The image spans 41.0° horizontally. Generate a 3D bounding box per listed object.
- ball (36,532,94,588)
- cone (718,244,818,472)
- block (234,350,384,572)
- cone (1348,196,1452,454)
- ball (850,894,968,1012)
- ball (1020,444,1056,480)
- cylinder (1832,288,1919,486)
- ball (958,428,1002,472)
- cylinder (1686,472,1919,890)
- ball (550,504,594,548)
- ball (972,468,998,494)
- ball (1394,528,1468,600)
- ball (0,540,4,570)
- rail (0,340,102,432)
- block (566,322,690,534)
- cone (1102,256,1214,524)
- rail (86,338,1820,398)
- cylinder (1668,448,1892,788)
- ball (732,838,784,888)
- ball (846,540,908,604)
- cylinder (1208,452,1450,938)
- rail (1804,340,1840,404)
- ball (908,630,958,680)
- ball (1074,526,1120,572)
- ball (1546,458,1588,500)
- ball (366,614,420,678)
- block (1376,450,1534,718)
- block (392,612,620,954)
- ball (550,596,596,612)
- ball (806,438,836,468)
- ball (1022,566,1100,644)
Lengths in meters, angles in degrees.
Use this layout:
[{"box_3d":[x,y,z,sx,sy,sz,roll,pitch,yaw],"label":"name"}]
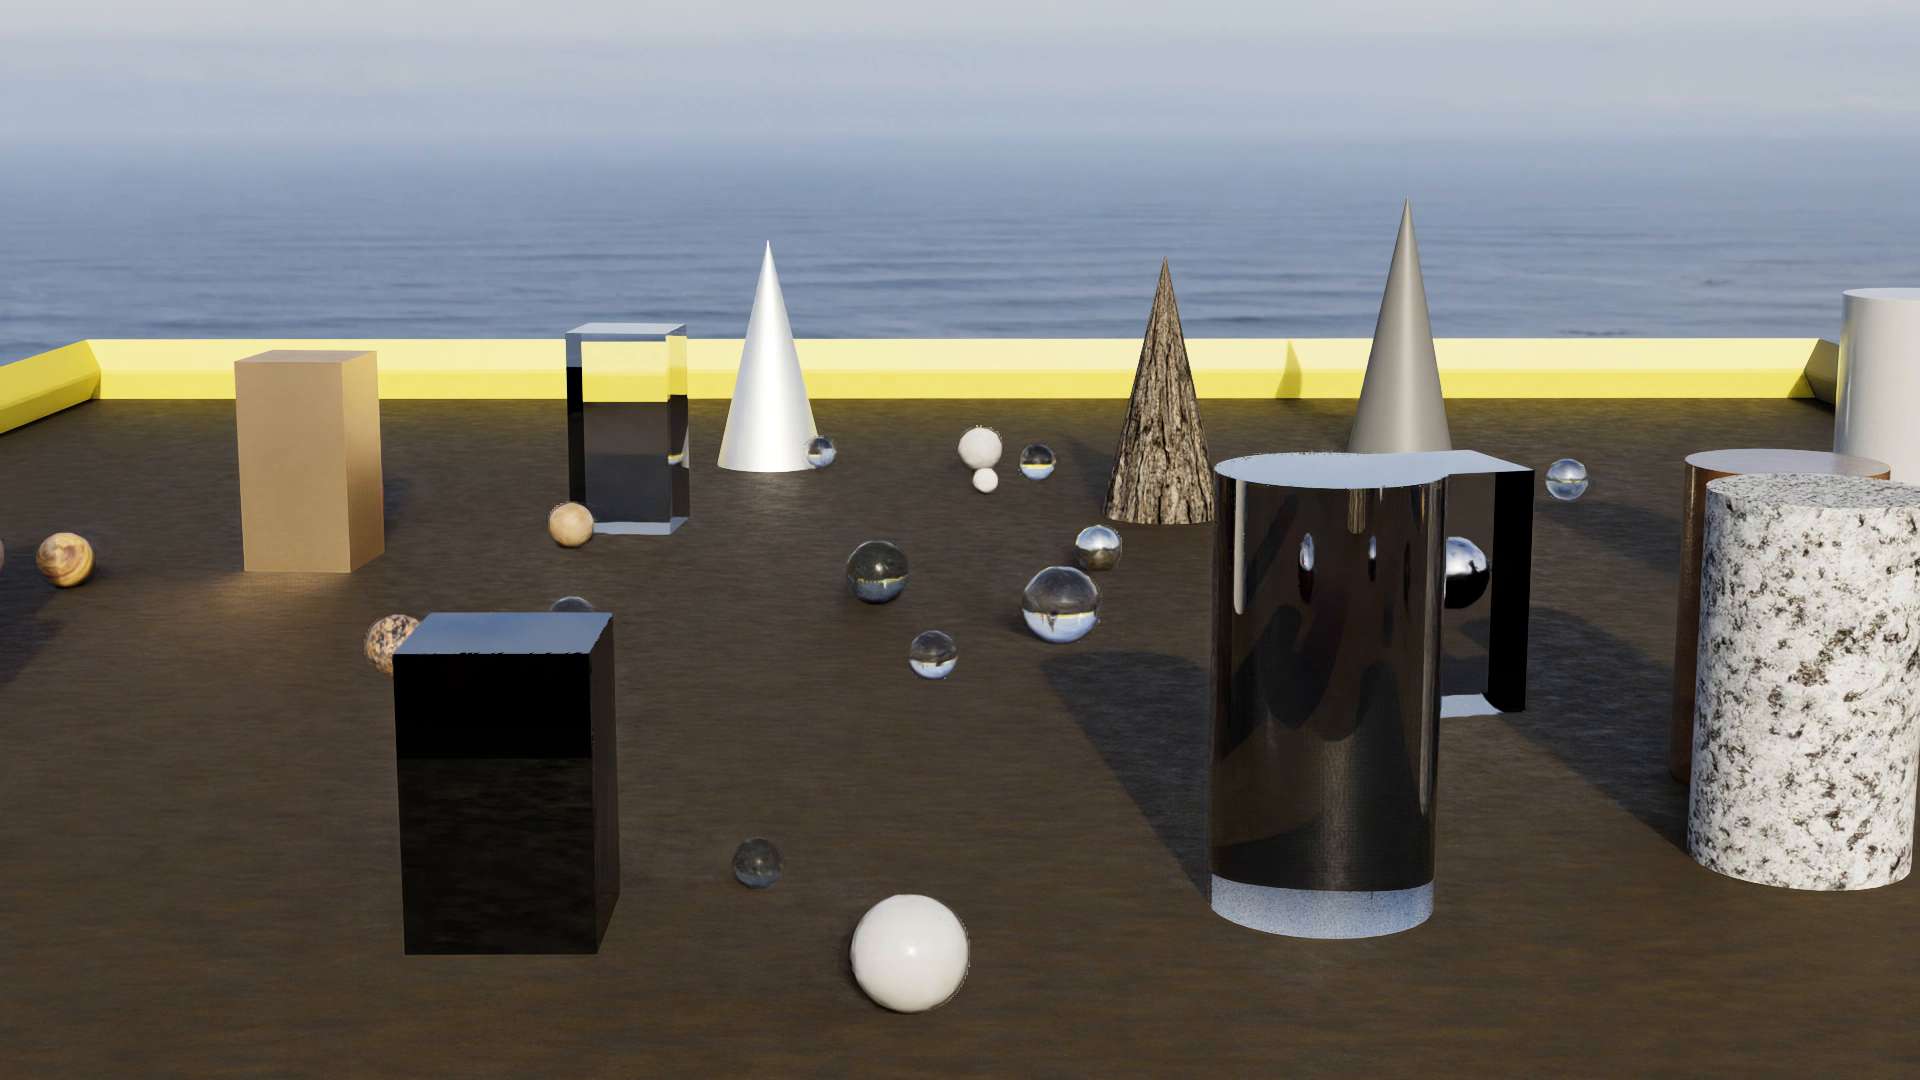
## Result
[{"box_3d":[-1.264,0.028,3.624,0.078,0.078,0.078,0,10,0],"label":"ball"},{"box_3d":[-0.350,-0.345,4.721,0.199,0.414,0.199,0,10,0],"label":"cone"},{"box_3d":[-0.958,-0.119,3.788,0.159,0.307,0.159,1,11,5],"label":"block"},{"box_3d":[0.838,-0.408,4.846,0.199,0.492,0.199,0,10,0],"label":"cone"},{"box_3d":[-0.039,0.322,1.998,0.092,0.092,0.092,0,10,0],"label":"ball"},{"box_3d":[0.137,-0.139,4.566,0.064,0.064,0.064,0,10,0],"label":"ball"},{"box_3d":[1.191,-0.082,3.198,0.199,0.448,0.199,0,10,0],"label":"cylinder"},{"box_3d":[0.036,-0.164,4.659,0.080,0.080,0.080,0,10,0],"label":"ball"},{"box_3d":[0.781,0.125,2.361,0.199,0.347,0.199,0,10,0],"label":"cylinder"},{"box_3d":[-0.594,-0.022,3.923,0.068,0.068,0.068,0,10,0],"label":"ball"},{"box_3d":[0.044,-0.102,4.421,0.044,0.044,0.044,0,10,0],"label":"ball"},{"box_3d":[0.649,0.033,3.539,0.100,0.100,0.100,0,10,0],"label":"ball"},{"box_3d":[-1.396,0.021,3.611,0.096,0.096,0.096,0,10,0],"label":"ball"},{"box_3d":[-1.892,0.035,3.438,0.045,0.129,4.541,0,10,0],"label":"rail"},{"box_3d":[-0.528,-0.180,4.091,0.159,0.317,0.159,1,11,5],"label":"block"},{"box_3d":[0.332,-0.253,4.187,0.199,0.426,0.199,0,10,0],"label":"cone"},{"box_3d":[-0.013,-0.375,5.658,3.832,0.129,0.045,0,10,0],"label":"rail"},{"box_3d":[0.838,0.084,2.629,0.199,0.330,0.199,0,10,0],"label":"cylinder"},{"box_3d":[-0.181,0.289,2.301,0.045,0.045,0.045,0,10,0],"label":"ball"},{"box_3d":[-0.113,0.044,3.518,0.086,0.086,0.086,0,10,0],"label":"ball"},{"box_3d":[0.317,0.129,2.230,0.199,0.386,0.199,0,10,0],"label":"cylinder"},{"box_3d":[1.892,0.031,3.459,0.045,0.129,4.541,0,10,0],"label":"rail"},{"box_3d":[-0.032,0.138,3.083,0.058,0.058,0.058,0,10,0],"label":"ball"},{"box_3d":[0.201,0.012,3.739,0.067,0.067,0.067,0,10,0],"label":"ball"},{"box_3d":[1.030,-0.103,4.354,0.071,0.071,0.071,0,10,0],"label":"ball"},{"box_3d":[-0.677,0.128,3.091,0.076,0.076,0.076,0,10,0],"label":"ball"},{"box_3d":[0.547,0.049,2.959,0.159,0.279,0.159,-3,11,-15],"label":"block"},{"box_3d":[-0.382,0.204,2.184,0.159,0.256,0.159,0,10,-1],"label":"block"},{"box_3d":[-0.491,0.104,3.252,0.064,0.064,0.064,0,10,0],"label":"ball"},{"box_3d":[-0.255,-0.160,4.680,0.054,0.054,0.054,0,10,0],"label":"ball"},{"box_3d":[0.129,0.082,3.272,0.099,0.099,0.099,0,10,0],"label":"ball"}]
